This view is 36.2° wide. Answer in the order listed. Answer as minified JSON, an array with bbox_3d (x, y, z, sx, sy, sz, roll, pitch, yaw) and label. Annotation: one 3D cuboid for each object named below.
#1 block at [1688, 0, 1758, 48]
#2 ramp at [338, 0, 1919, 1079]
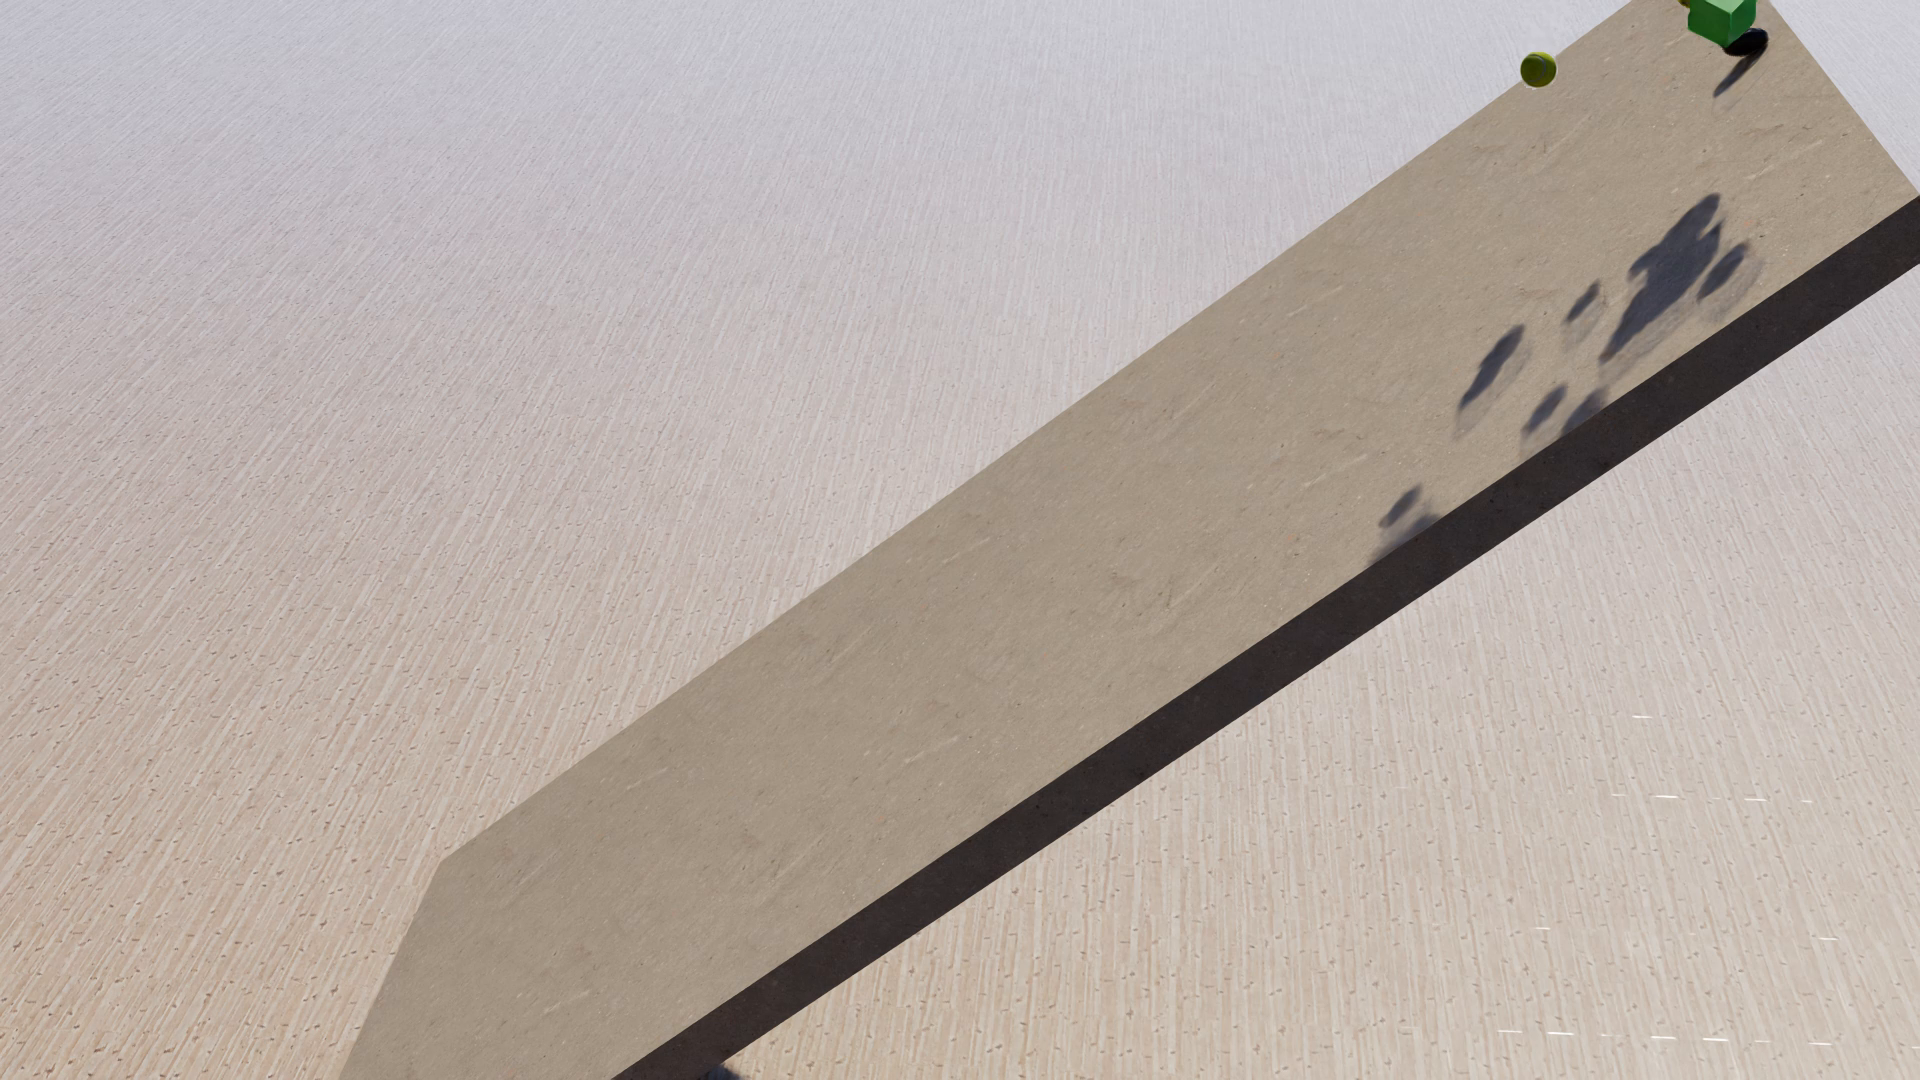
[{"bbox_3d":[1.401,-0.977,5.401,0.087,0.087,0.087,34,64,30],"label":"block"},{"bbox_3d":[0.122,0.184,6.337,4.000,0.100,2.000,-36,16,18],"label":"ramp"}]
